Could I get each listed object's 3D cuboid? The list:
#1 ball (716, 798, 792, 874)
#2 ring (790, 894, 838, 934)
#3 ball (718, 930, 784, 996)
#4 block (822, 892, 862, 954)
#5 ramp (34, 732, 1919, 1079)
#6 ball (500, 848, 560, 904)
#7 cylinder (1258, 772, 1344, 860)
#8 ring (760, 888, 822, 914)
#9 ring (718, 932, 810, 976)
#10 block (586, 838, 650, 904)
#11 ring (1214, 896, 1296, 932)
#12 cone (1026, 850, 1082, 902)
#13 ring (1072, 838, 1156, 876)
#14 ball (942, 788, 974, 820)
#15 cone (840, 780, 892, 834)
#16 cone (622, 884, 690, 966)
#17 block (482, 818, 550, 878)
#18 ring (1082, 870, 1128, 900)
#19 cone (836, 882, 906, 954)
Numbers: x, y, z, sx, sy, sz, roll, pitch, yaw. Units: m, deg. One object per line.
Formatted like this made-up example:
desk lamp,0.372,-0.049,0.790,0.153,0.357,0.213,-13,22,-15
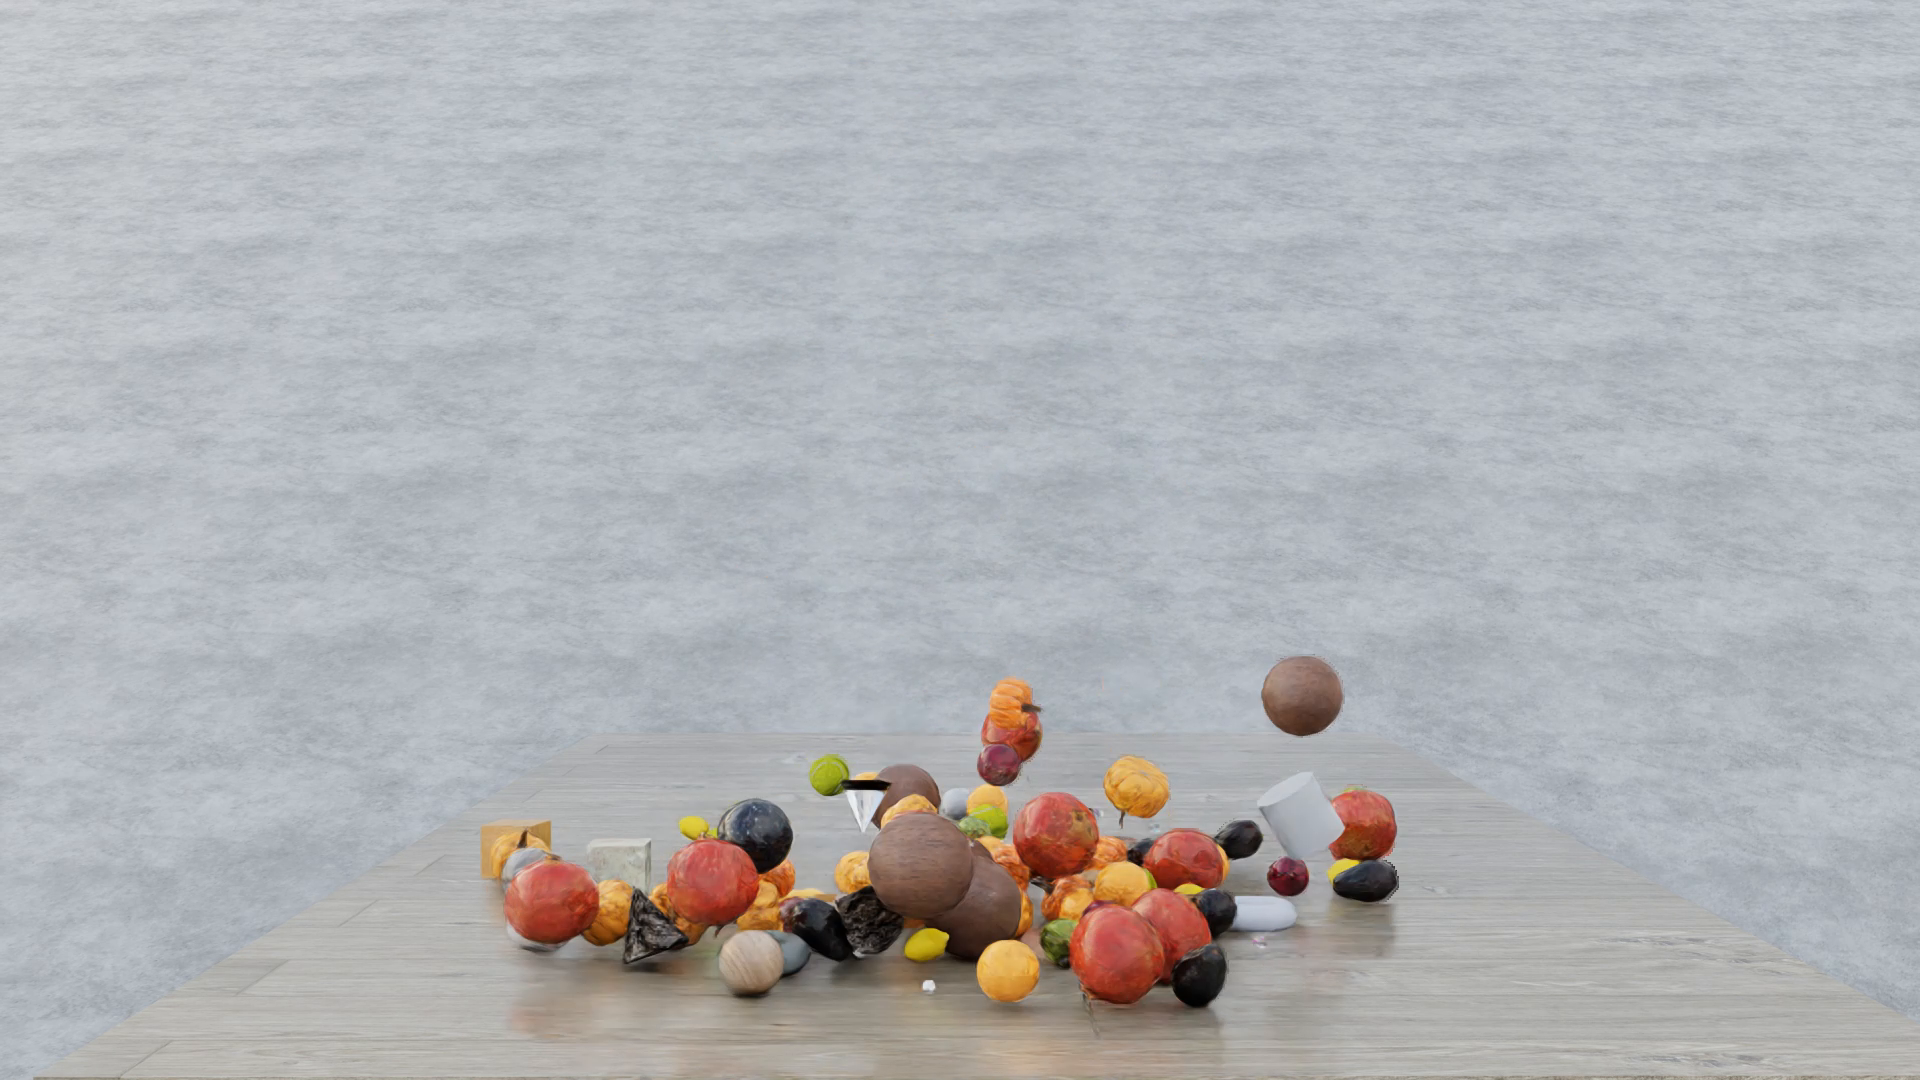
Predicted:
ball,-0.269,0.388,3.385,0.099,0.099,0.099,0,28,0
ring,-0.166,0.509,3.514,0.130,0.043,0.130,-1,1,0
ball,-0.245,0.497,3.040,0.078,0.078,0.078,0,28,0
block,-0.138,0.494,3.325,0.054,0.054,0.054,11,41,-27
ramp,0.063,0.567,4.607,2.000,0.100,4.000,0,1,0
ball,-0.619,0.485,3.721,0.086,0.086,0.086,0,28,0
cylinder,0.467,0.378,3.538,0.087,0.087,0.087,-31,6,4
ring,-0.236,0.510,3.646,0.092,0.031,0.092,-3,-8,-1
ring,-0.242,0.512,3.189,0.115,0.038,0.115,-3,8,0
block,-0.500,0.485,3.786,0.084,0.084,0.084,0,1,-1
ring,0.404,0.512,3.535,0.111,0.037,0.111,-1,1,0
cone,0.133,0.492,3.753,0.076,0.076,0.076,-5,28,-6
ring,0.240,0.501,4.077,0.137,0.046,0.137,-3,1,0
ball,-0.004,0.485,4.760,0.060,0.060,0.060,0,28,0
cone,-0.134,0.374,3.609,0.072,0.072,0.072,2,-10,0
cone,-0.394,0.473,3.231,0.090,0.090,0.090,-20,-8,-3
block,-0.694,0.483,4.040,0.082,0.082,0.082,0,1,12
ring,0.200,0.510,3.824,0.098,0.033,0.098,-1,1,0
cone,-0.131,0.462,3.226,0.091,0.091,0.091,-20,18,-32
